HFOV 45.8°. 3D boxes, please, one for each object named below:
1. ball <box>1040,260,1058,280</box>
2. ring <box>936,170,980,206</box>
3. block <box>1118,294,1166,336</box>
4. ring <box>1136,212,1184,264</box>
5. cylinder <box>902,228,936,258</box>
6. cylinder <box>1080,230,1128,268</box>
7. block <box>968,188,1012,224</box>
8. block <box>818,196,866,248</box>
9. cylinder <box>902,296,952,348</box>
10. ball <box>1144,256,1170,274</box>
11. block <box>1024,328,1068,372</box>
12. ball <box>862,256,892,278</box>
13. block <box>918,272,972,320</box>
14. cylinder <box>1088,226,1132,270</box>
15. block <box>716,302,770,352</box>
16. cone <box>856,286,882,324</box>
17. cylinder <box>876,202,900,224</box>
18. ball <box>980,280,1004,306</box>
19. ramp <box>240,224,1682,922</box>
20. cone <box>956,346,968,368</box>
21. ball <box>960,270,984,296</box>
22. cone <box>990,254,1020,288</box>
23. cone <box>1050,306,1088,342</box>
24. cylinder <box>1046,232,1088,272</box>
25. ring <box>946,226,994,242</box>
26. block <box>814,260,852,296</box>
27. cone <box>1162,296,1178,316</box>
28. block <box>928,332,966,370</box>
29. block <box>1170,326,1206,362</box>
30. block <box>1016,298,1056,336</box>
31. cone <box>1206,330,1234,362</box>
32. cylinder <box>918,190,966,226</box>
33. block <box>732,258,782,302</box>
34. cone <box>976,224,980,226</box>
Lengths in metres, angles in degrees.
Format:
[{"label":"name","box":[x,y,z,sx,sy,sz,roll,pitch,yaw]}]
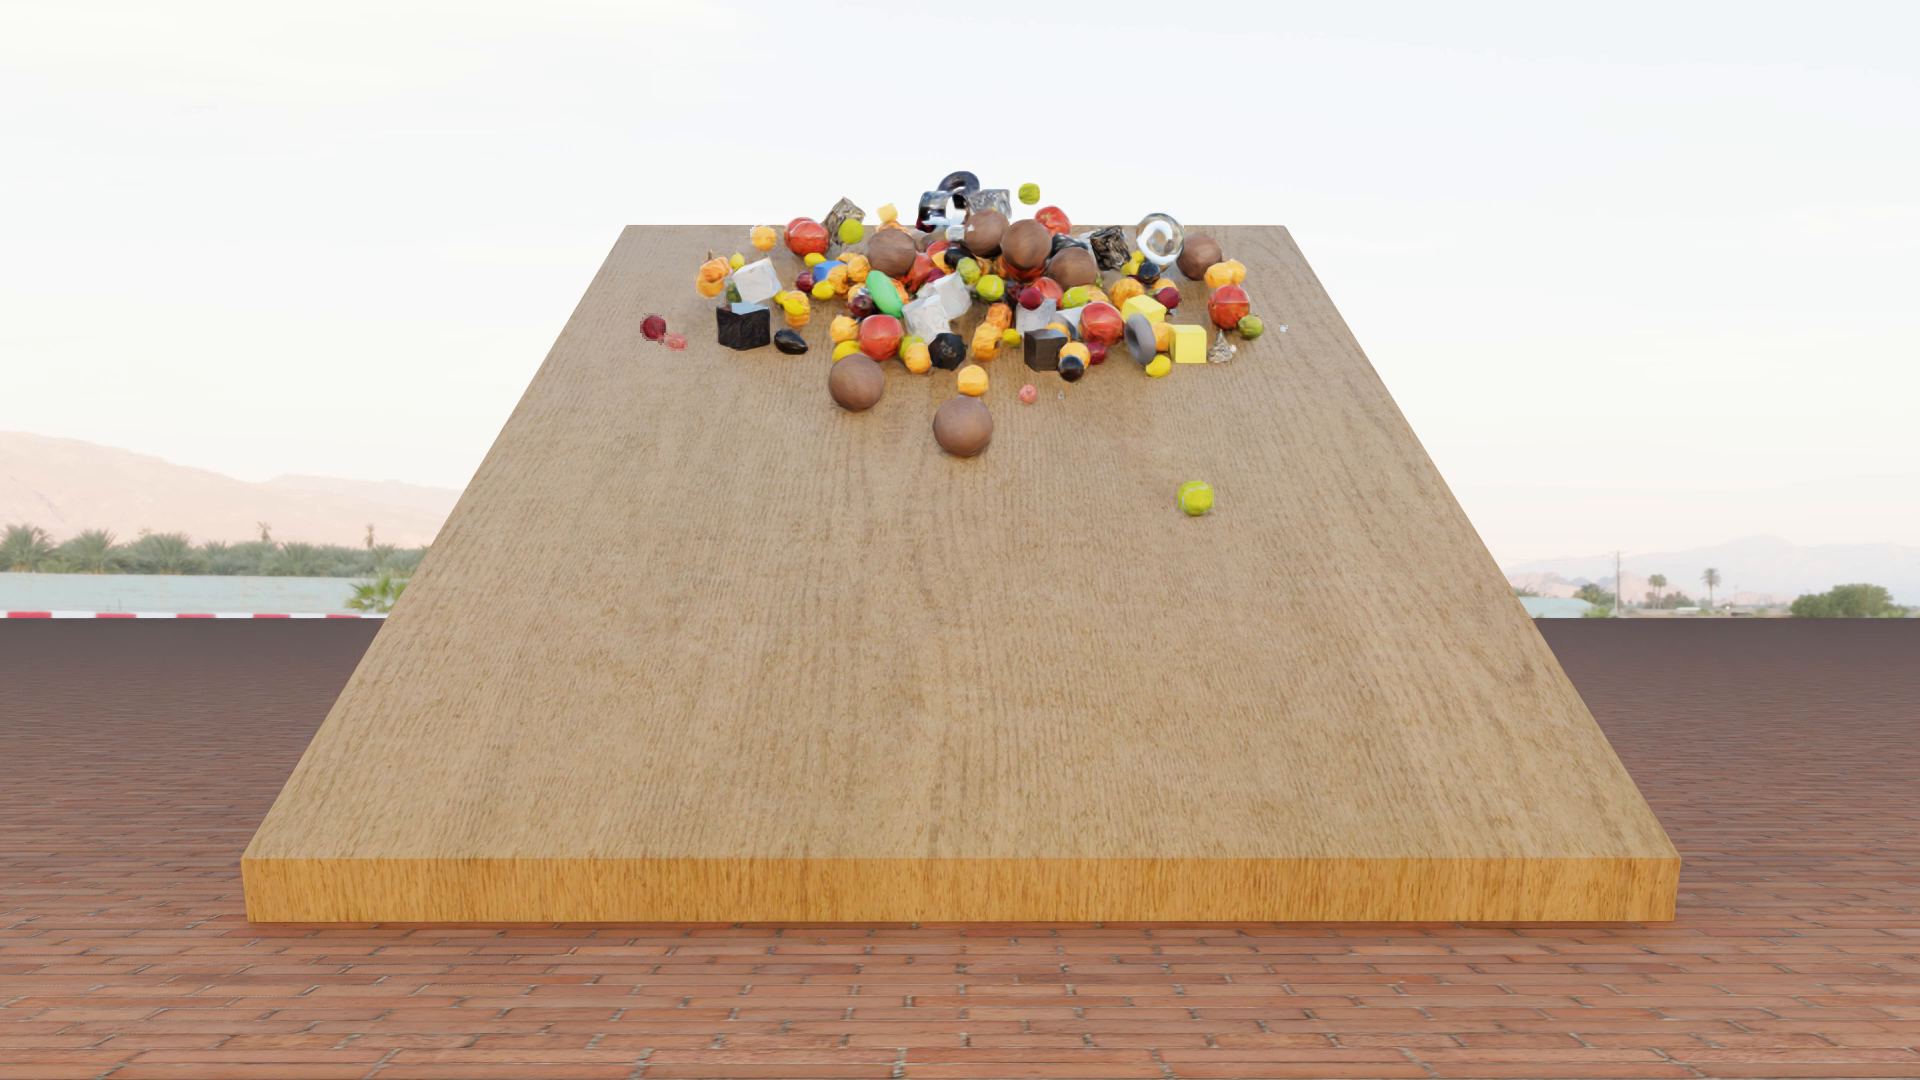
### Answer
[{"label":"ball","box":[0.233,-0.711,5.972,0.052,0.052,0.052,0,-2,0]},{"label":"ring","box":[-0.006,-0.992,6.457,0.136,0.136,0.045,-1,-32,27]},{"label":"block","box":[0.456,-0.558,5.700,0.077,0.077,0.077,35,37,31]},{"label":"ring","box":[0.538,-0.810,6.098,0.145,0.145,0.048,-2,25,41]},{"label":"cylinder","box":[-0.118,-0.852,6.514,0.067,0.067,0.067,25,15,38]},{"label":"cylinder","box":[0.400,-0.817,6.345,0.100,0.100,0.100,-7,-5,32]},{"label":"block","box":[0.085,-0.939,6.393,0.083,0.083,0.083,6,20,37]},{"label":"block","box":[-0.337,-0.913,6.513,0.086,0.086,0.086,-46,7,44]},{"label":"cylinder","box":[-0.080,-0.529,5.515,0.099,0.099,0.099,-16,18,5]},{"label":"ball","box":[0.549,-0.777,6.318,0.073,0.073,0.073,0,-2,0]},{"label":"block","box":[0.206,-0.455,5.443,0.081,0.081,0.081,-7,22,-18]},{"label":"ball","box":[-0.226,-0.734,6.188,0.077,0.077,0.077,0,-2,0]},{"label":"block","box":[-0.038,-0.603,5.691,0.092,0.092,0.092,-20,15,21]},{"label":"cylinder","box":[0.401,-0.780,6.072,0.092,0.092,0.092,-18,19,6]},{"label":"block","box":[-0.535,-0.529,5.621,0.093,0.093,0.093,-18,27,-39]},{"label":"cone","box":[-0.246,-0.587,5.845,0.090,0.090,0.090,22,-32,15]},{"label":"cylinder","box":[-0.207,-0.936,6.516,0.050,0.050,0.050,-26,-1,-1]},{"label":"ball","box":[0.083,-0.649,5.985,0.065,0.065,0.065,0,-2,0]},{"label":"ramp","box":[-0.005,-0.211,5.046,2.000,0.100,4.000,0,20,0]},{"label":"cone","box":[-0.001,-0.451,5.438,0.057,0.057,0.057,-37,11,-18]},{"label":"ball","box":[0.028,-0.680,6.011,0.071,0.071,0.071,0,-2,0]},{"label":"cone","box":[0.119,-0.743,6.181,0.084,0.084,0.084,-4,34,3]},{"label":"cone","box":[0.285,-0.551,5.601,0.094,0.094,0.094,-44,19,-23]},{"label":"cylinder","box":[0.287,-0.769,6.082,0.083,0.083,0.083,17,-10,-28]},{"label":"ring","box":[0.025,-0.824,6.132,0.131,0.044,0.131,1,7,0]},{"label":"block","box":[-0.344,-0.707,6.125,0.071,0.071,0.071,-18,28,-36]},{"label":"cone","box":[0.527,-0.598,5.897,0.053,0.053,0.053,-17,-10,29]},{"label":"block","box":[-0.030,-0.443,5.333,0.059,0.059,0.059,7,-36,-36]},{"label":"block","box":[0.553,-0.475,5.510,0.073,0.073,0.073,-2,21,-5]},{"label":"block","box":[0.192,-0.561,5.729,0.079,0.079,0.079,7,22,19]},{"label":"cone","box":[0.631,-0.476,5.512,0.073,0.073,0.073,0,20,0]},{"label":"cylinder","box":[-0.049,-0.908,6.229,0.093,0.093,0.093,11,5,33]},{"label":"block","box":[-0.527,-0.671,5.906,0.087,0.087,0.087,-19,15,14]},{"label":"cone","box":[0.050,-0.898,6.598,0.052,0.052,0.052,11,22,-5]}]
